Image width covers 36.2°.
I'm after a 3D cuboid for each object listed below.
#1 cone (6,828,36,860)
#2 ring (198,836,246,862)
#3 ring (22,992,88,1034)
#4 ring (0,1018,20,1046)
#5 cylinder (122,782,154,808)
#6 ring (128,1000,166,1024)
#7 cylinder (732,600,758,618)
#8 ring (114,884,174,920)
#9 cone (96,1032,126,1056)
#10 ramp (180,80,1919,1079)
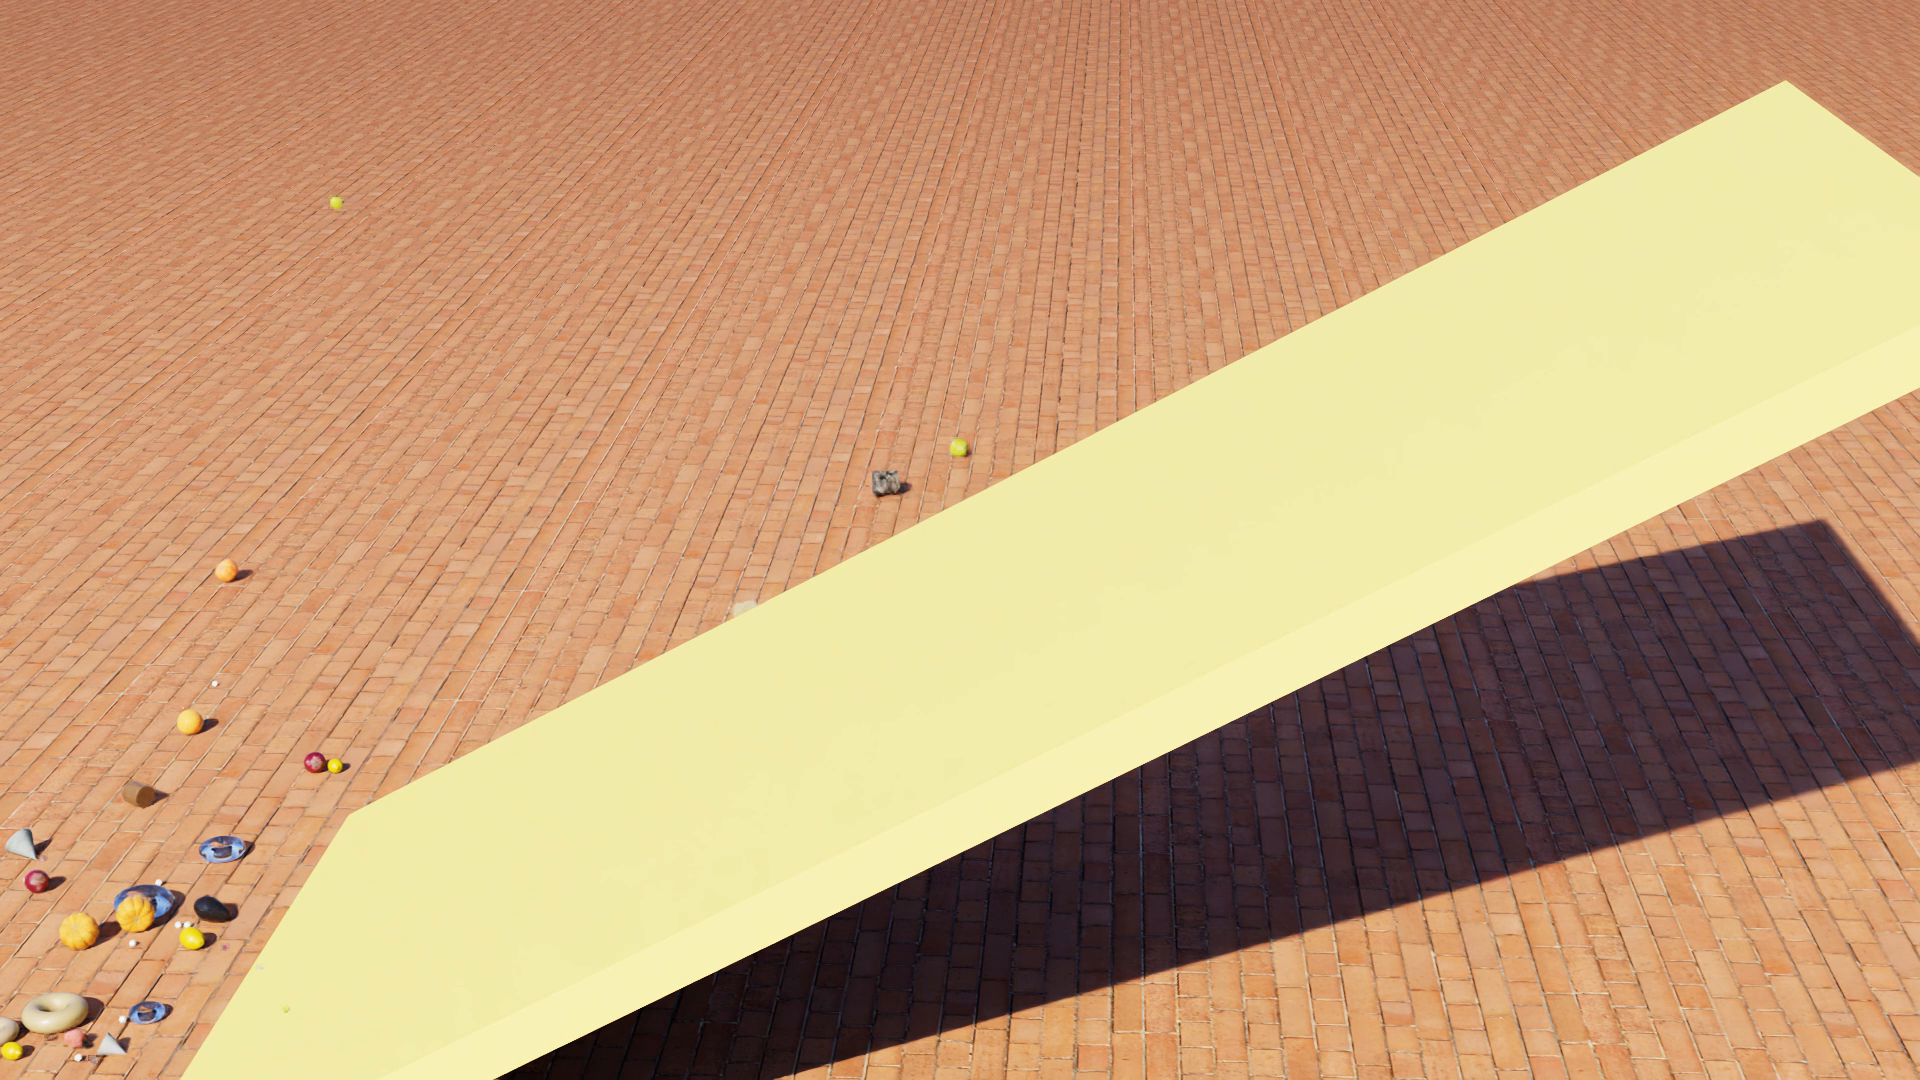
[{"bbox_3d":[-2.397,0.798,7.561,0.079,0.079,0.079,40,35,23],"label":"cone"},{"bbox_3d":[-1.898,0.795,7.563,0.119,0.040,0.119,-1,17,0],"label":"ring"},{"bbox_3d":[-2.055,1.073,6.677,0.148,0.049,0.148,-1,18,0],"label":"ring"},{"bbox_3d":[-2.167,1.105,6.601,0.107,0.036,0.107,-1,18,0],"label":"ring"},{"bbox_3d":[-2.201,0.682,7.881,0.060,0.060,0.060,13,22,36],"label":"cylinder"},{"bbox_3d":[-1.854,1.076,6.702,0.083,0.028,0.083,-1,18,0],"label":"ring"},{"bbox_3d":[-0.677,0.226,9.302,0.063,0.063,0.063,-16,24,-37],"label":"cylinder"},{"bbox_3d":[-2.012,0.892,7.247,0.144,0.048,0.144,1,18,0],"label":"ring"},{"bbox_3d":[-1.878,1.131,6.534,0.059,0.059,0.059,26,16,-7],"label":"cone"},{"bbox_3d":[0.141,0.167,6.282,4.000,0.100,2.000,-27,14,11],"label":"ramp"}]
